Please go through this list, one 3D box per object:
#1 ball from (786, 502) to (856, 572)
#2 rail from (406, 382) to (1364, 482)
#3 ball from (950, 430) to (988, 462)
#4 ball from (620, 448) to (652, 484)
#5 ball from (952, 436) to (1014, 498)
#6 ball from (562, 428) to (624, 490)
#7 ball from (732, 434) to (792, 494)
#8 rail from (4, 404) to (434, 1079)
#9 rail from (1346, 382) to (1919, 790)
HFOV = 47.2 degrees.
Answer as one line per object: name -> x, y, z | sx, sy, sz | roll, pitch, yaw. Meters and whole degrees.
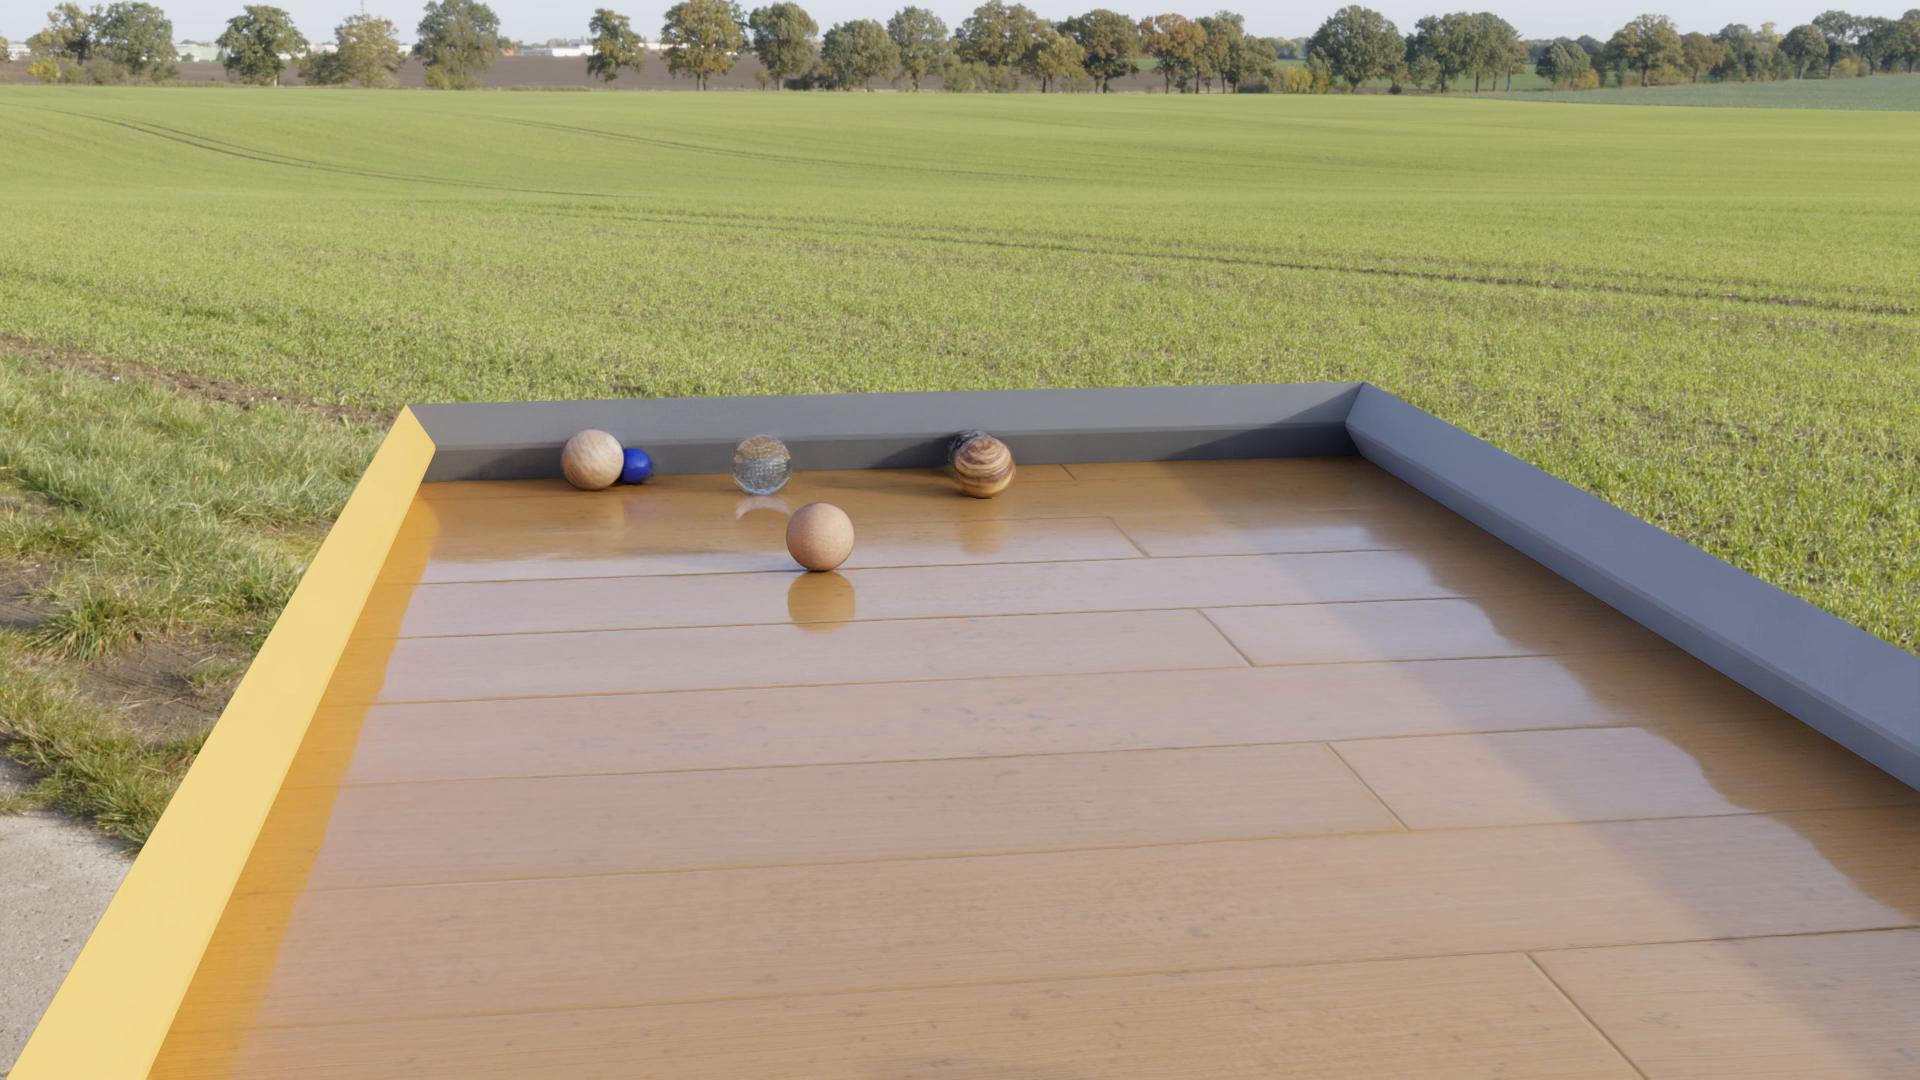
ball -> -0.177, -0.004, 2.789 | 0.088, 0.088, 0.088 | 0, 13, 0
rail -> -0.090, -0.165, 3.396 | 1.496, 0.118, 0.045 | -2, 14, -8
ball -> 0.021, -0.133, 3.366 | 0.072, 0.072, 0.072 | 0, 13, 0
ball -> -0.491, -0.112, 3.315 | 0.054, 0.054, 0.054 | 0, 13, 0
ball -> 0.034, -0.107, 3.219 | 0.089, 0.089, 0.089 | 0, 13, 0
ball -> -0.545, -0.120, 3.267 | 0.091, 0.091, 0.091 | 0, 13, 0
ball -> -0.292, -0.111, 3.238 | 0.088, 0.088, 0.088 | 0, 13, 0
rail -> -0.624, 0.154, 2.053 | 0.045, 0.118, 2.628 | -2, 14, -8
rail -> 0.811, 0.106, 2.254 | 0.045, 0.118, 2.628 | -2, 14, -8
